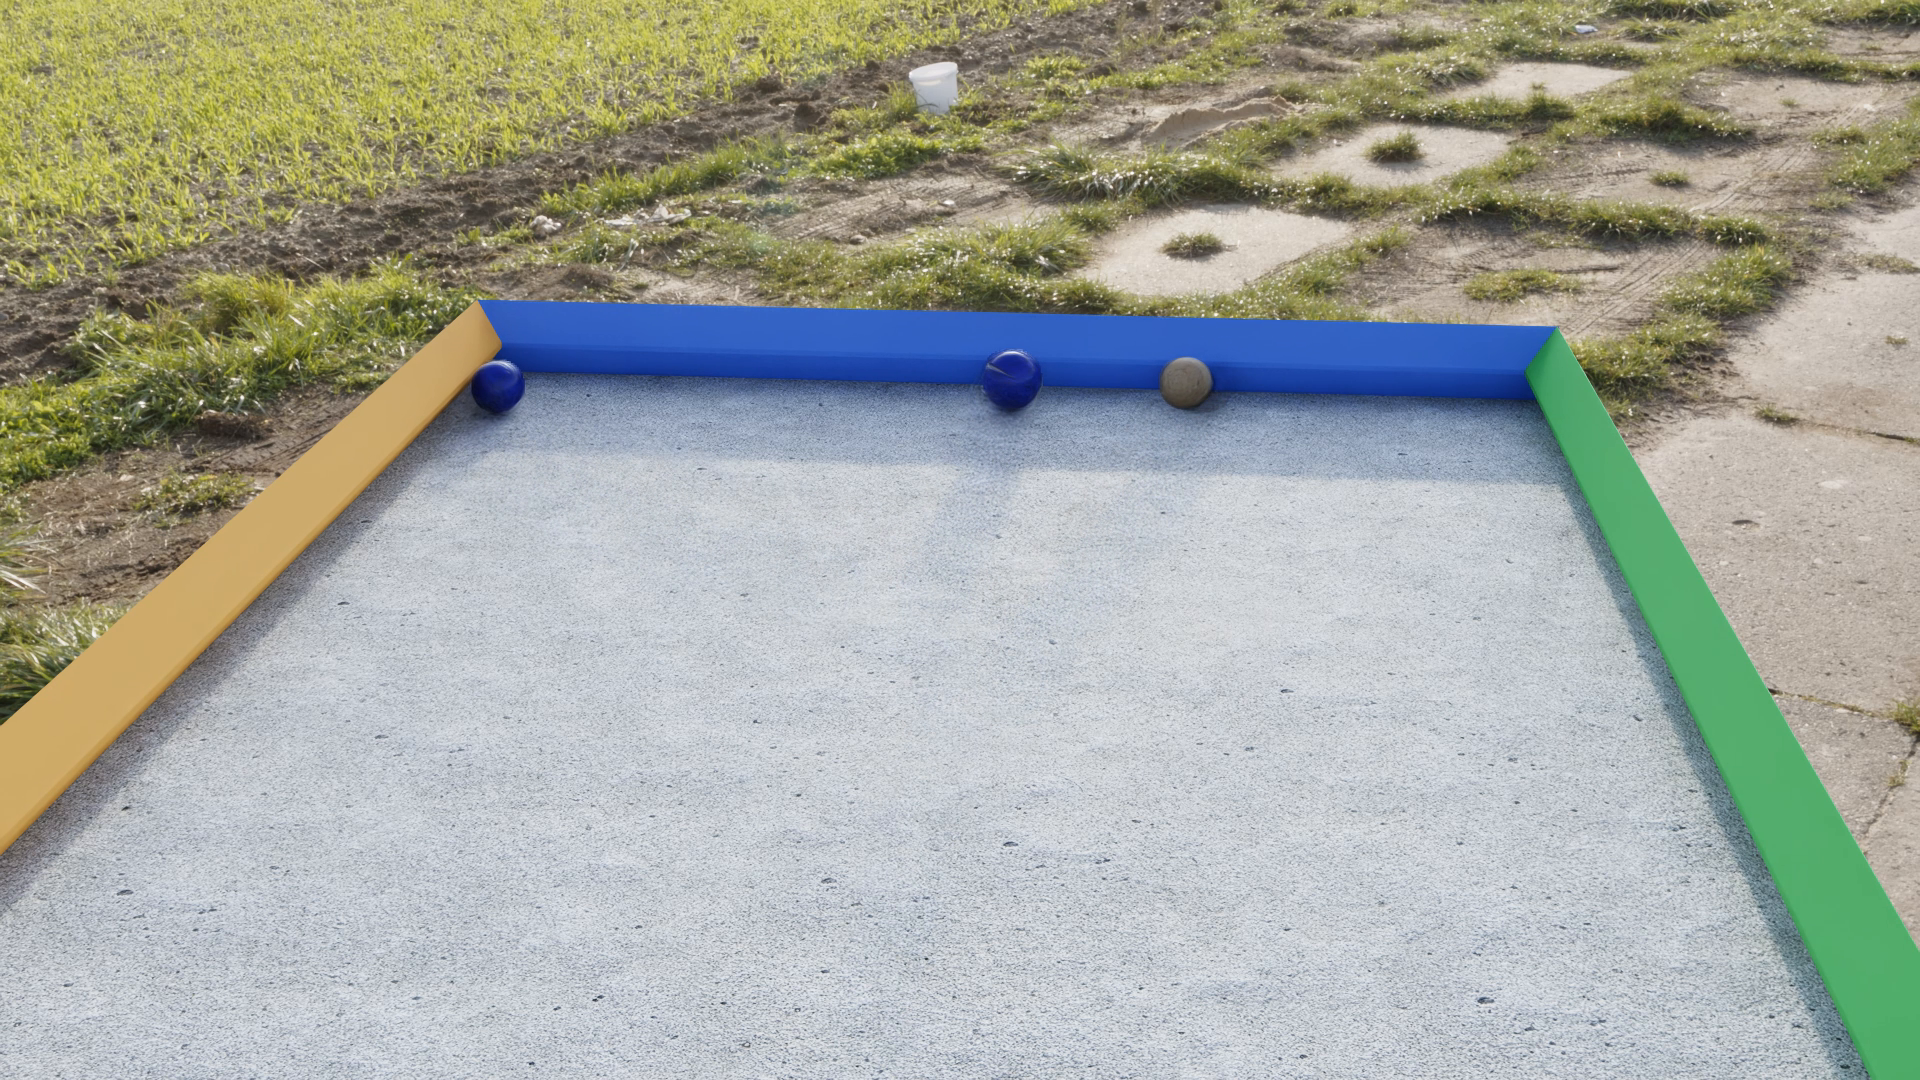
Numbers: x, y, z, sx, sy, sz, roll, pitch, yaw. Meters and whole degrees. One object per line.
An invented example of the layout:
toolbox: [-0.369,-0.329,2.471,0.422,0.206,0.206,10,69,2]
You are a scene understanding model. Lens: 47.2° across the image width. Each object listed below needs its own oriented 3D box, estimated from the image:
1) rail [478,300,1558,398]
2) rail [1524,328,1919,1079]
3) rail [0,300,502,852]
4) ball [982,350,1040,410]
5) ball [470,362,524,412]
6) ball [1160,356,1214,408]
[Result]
rail: [0.059,-0.250,2.947,1.456,0.100,0.045,2,22,5]
rail: [0.640,0.255,1.668,0.045,0.100,2.680,2,22,5]
rail: [-0.763,0.208,1.788,0.045,0.100,2.680,2,22,5]
ball: [0.068,-0.209,2.879,0.077,0.077,0.077,0,22,0]
ball: [-0.603,-0.199,2.866,0.068,0.068,0.068,0,22,0]
ball: [0.297,-0.206,2.883,0.068,0.068,0.068,0,22,0]
